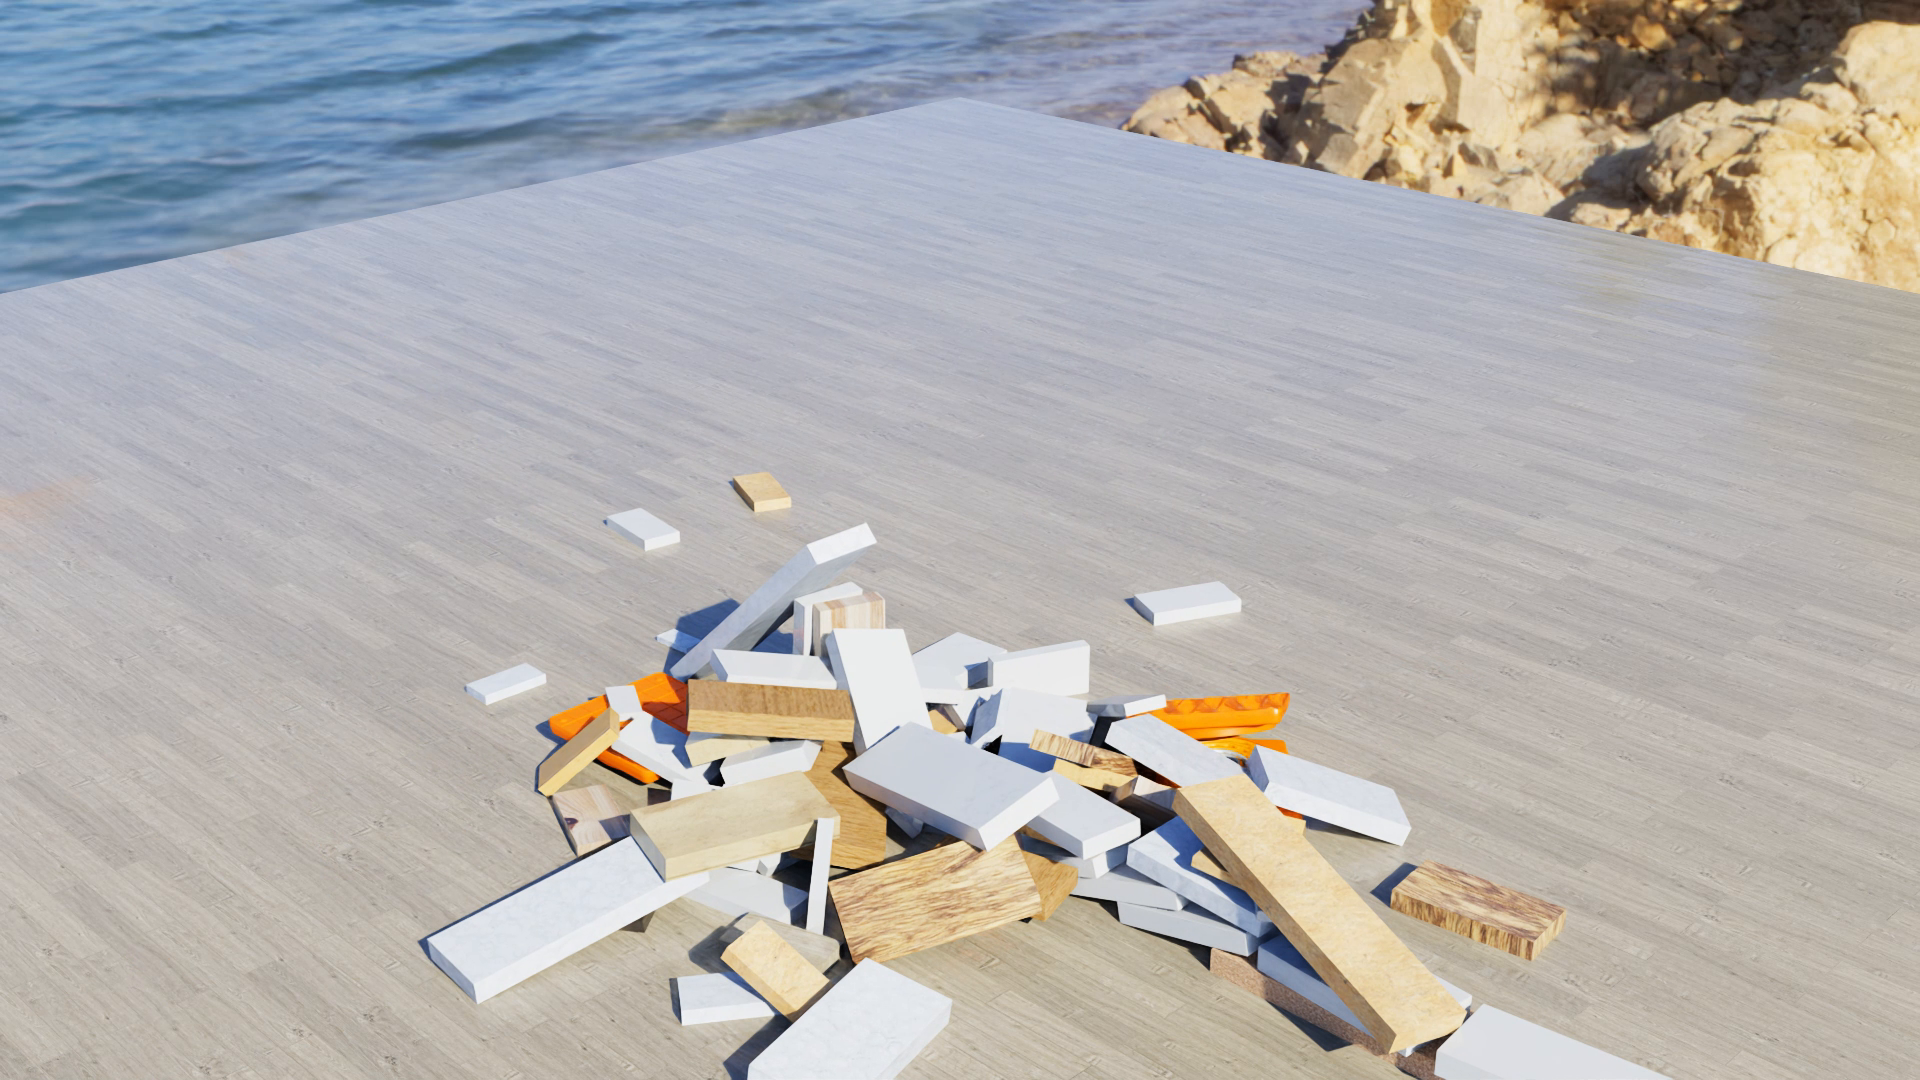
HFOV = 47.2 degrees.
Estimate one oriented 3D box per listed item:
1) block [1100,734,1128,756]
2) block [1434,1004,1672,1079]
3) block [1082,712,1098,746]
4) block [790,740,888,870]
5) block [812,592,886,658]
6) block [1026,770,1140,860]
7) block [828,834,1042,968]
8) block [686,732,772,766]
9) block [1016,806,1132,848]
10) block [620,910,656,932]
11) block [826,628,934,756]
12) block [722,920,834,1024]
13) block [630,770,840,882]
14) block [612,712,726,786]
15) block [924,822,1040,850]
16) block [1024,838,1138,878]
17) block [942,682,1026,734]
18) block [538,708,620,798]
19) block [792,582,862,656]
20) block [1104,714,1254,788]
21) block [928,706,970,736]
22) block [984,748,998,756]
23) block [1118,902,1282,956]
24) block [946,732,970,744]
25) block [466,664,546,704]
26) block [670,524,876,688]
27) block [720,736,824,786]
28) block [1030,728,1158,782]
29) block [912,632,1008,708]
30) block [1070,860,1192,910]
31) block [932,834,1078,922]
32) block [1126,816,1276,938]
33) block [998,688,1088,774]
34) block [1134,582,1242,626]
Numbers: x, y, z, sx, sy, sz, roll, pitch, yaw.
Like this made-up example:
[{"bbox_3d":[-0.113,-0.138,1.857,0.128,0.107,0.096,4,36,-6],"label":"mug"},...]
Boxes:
[{"bbox_3d":[0.330,0.448,4.681,0.063,0.018,0.126,8,24,17],"label":"block"},{"bbox_3d":[0.956,0.865,3.541,0.333,0.047,0.166,17,29,35],"label":"block"},{"bbox_3d":[0.203,0.400,4.730,0.174,0.025,0.087,10,50,15],"label":"block"},{"bbox_3d":[-0.238,0.514,4.430,0.177,0.050,0.466,12,22,-5],"label":"block"},{"bbox_3d":[-0.238,0.267,4.748,0.149,0.298,0.042,-10,27,-23],"label":"block"},{"bbox_3d":[0.202,0.514,4.132,0.133,0.038,0.266,-17,24,-31],"label":"block"},{"bbox_3d":[-0.047,0.652,4.014,0.354,0.050,0.177,-16,41,-8],"label":"block"},{"bbox_3d":[-0.464,0.366,4.582,0.165,0.047,0.329,-17,15,7],"label":"block"},{"bbox_3d":[0.181,0.527,4.210,0.268,0.038,0.134,14,27,38],"label":"block"},{"bbox_3d":[-0.612,0.653,4.142,0.106,0.030,0.211,4,32,11],"label":"block"},{"bbox_3d":[-0.159,0.335,4.576,0.165,0.047,0.329,2,54,-29],"label":"block"},{"bbox_3d":[-0.304,0.759,3.812,0.206,0.029,0.103,39,35,13],"label":"block"},{"bbox_3d":[-0.426,0.539,4.172,0.355,0.050,0.177,-11,30,-27],"label":"block"},{"bbox_3d":[-0.594,0.442,4.534,0.221,0.031,0.110,27,35,14],"label":"block"},{"bbox_3d":[0.069,0.550,4.337,0.268,0.038,0.134,4,20,44],"label":"block"},{"bbox_3d":[0.200,0.593,4.216,0.268,0.038,0.134,-1,16,45],"label":"block"},{"bbox_3d":[0.071,0.367,4.790,0.200,0.028,0.100,-7,44,-31],"label":"block"},{"bbox_3d":[-0.786,0.437,4.539,0.200,0.028,0.100,-40,23,8],"label":"block"},{"bbox_3d":[-0.291,0.249,4.790,0.149,0.298,0.042,-17,34,-34],"label":"block"},{"bbox_3d":[0.458,0.446,4.399,0.309,0.044,0.154,29,18,29],"label":"block"},{"bbox_3d":[-0.050,0.409,4.760,0.200,0.028,0.100,-21,31,-41],"label":"block"},{"bbox_3d":[-0.018,0.479,4.596,0.100,0.028,0.200,17,28,35],"label":"block"},{"bbox_3d":[0.451,0.681,4.021,0.150,0.042,0.300,-22,19,-41],"label":"block"},{"bbox_3d":[-0.004,0.458,4.575,0.092,0.026,0.184,-8,24,-19],"label":"block"},{"bbox_3d":[-1.025,0.324,4.968,0.158,0.022,0.079,-21,31,-40],"label":"block"},{"bbox_3d":[-0.415,0.149,4.782,0.165,0.047,0.670,-21,-12,-40],"label":"block"},{"bbox_3d":[-0.363,0.400,4.529,0.177,0.050,0.354,-15,15,13],"label":"block"},{"bbox_3d":[0.272,0.435,4.410,0.142,0.040,0.283,14,-5,33],"label":"block"},{"bbox_3d":[-0.045,0.298,5.005,0.149,0.042,0.298,18,29,36],"label":"block"},{"bbox_3d":[0.331,0.627,4.130,0.300,0.042,0.150,1,18,43],"label":"block"},{"bbox_3d":[0.071,0.625,4.118,0.266,0.038,0.133,14,30,26],"label":"block"},{"bbox_3d":[0.467,0.606,3.983,0.300,0.042,0.150,25,33,36],"label":"block"},{"bbox_3d":[0.167,0.429,4.573,0.163,0.046,0.327,10,30,3],"label":"block"},{"bbox_3d":[0.553,0.154,5.356,0.232,0.033,0.116,-8,24,-19],"label":"block"}]
